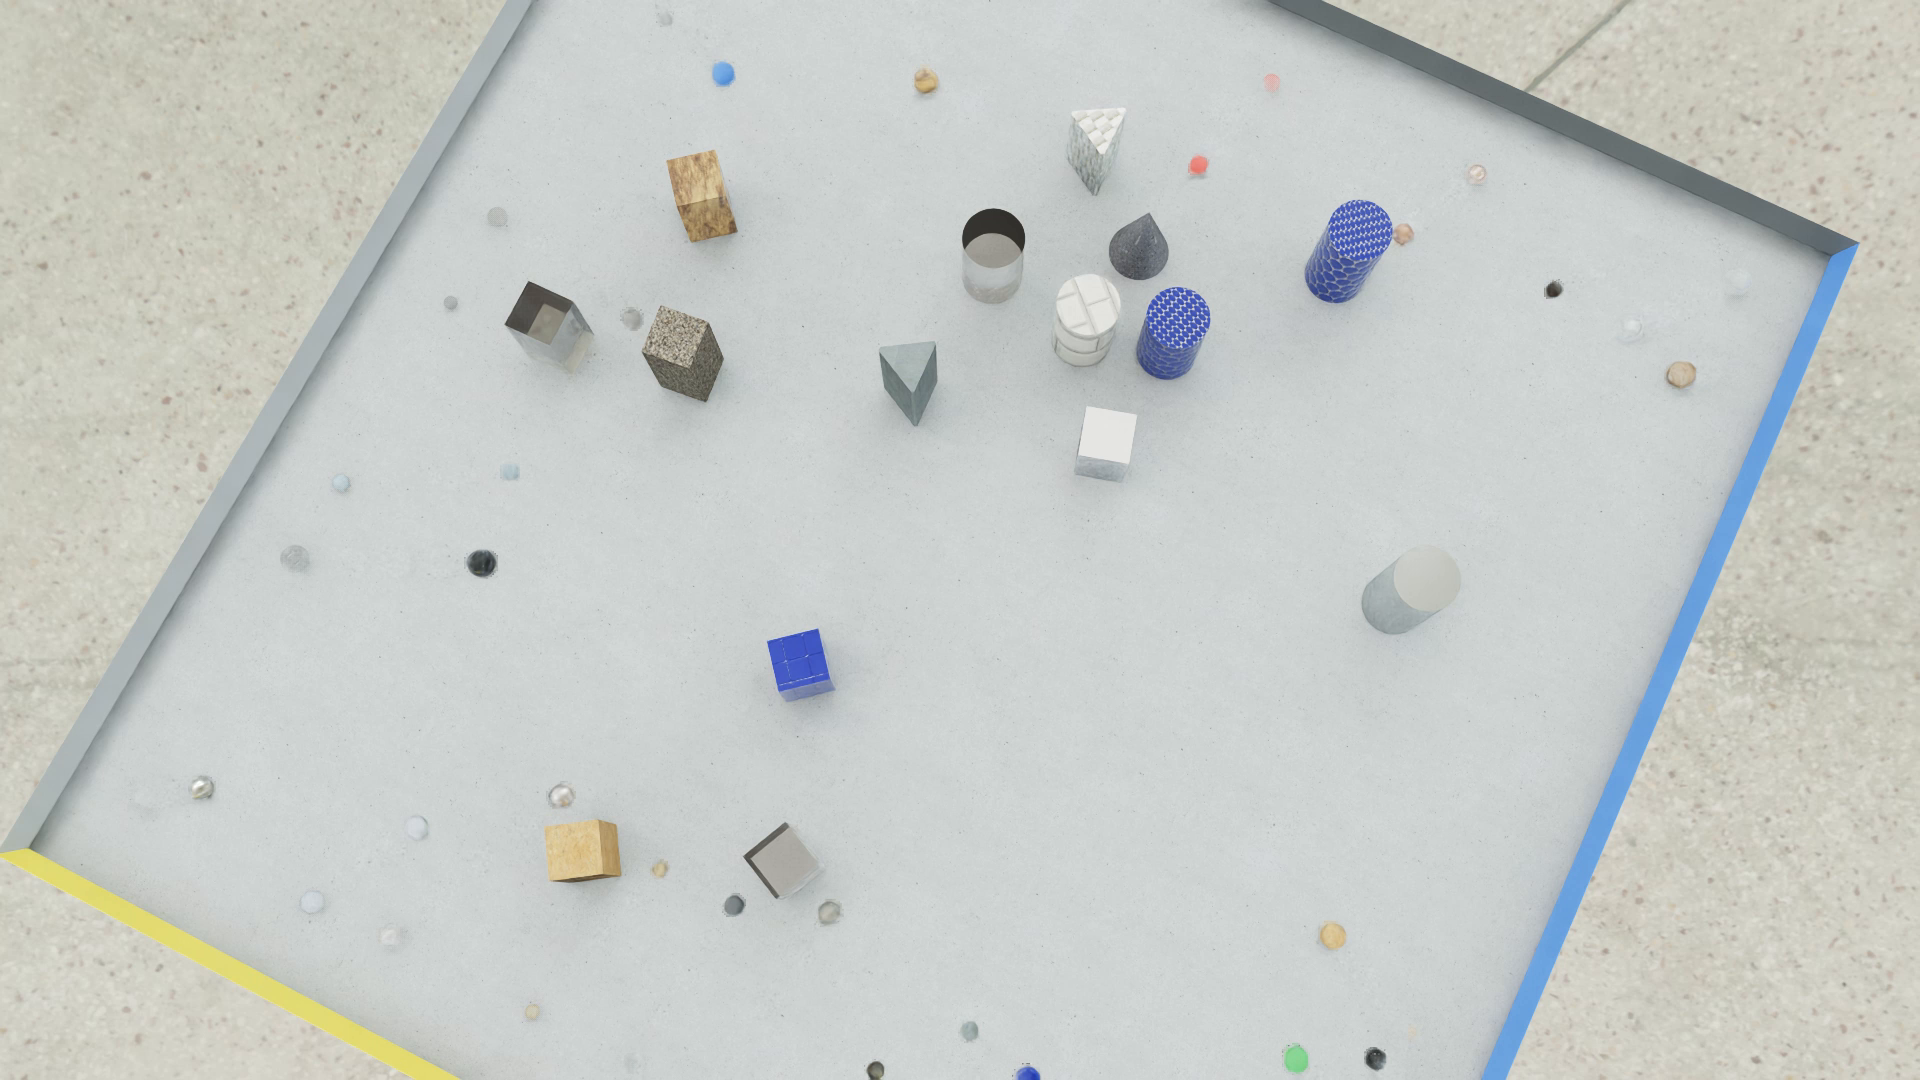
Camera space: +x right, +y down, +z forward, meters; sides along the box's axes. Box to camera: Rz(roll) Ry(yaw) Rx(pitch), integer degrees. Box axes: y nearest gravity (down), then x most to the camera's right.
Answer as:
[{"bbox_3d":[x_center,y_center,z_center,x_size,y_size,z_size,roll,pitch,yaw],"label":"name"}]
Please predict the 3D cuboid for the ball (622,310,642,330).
[{"bbox_3d":[-1.024,-0.690,5.727,0.063,0.063,0.063,0,78,0],"label":"ball"}]

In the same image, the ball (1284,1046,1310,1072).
[{"bbox_3d":[0.967,1.494,5.270,0.074,0.074,0.074,0,78,0],"label":"ball"}]

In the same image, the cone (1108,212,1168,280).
[{"bbox_3d":[0.566,-0.947,5.643,0.190,0.332,0.190,0,78,0],"label":"cone"}]

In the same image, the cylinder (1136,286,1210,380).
[{"bbox_3d":[0.647,-0.626,5.581,0.190,0.324,0.190,0,78,0],"label":"cylinder"}]

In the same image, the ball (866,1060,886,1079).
[{"bbox_3d":[-0.242,1.527,5.274,0.053,0.053,0.053,0,78,0],"label":"ball"}]

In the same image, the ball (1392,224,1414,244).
[{"bbox_3d":[1.398,-0.966,5.782,0.066,0.066,0.066,0,78,0],"label":"ball"}]

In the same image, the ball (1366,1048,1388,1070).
[{"bbox_3d":[1.199,1.496,5.276,0.060,0.060,0.060,0,78,0],"label":"ball"}]

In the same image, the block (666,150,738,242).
[{"bbox_3d":[-0.797,-1.063,5.682,0.152,0.303,0.152,-13,79,-3],"label":"block"}]

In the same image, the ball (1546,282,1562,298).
[{"bbox_3d":[1.865,-0.785,5.753,0.051,0.051,0.051,0,78,0],"label":"ball"}]

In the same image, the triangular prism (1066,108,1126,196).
[{"bbox_3d":[0.443,-1.235,5.705,0.143,0.326,0.165,-33,80,-6],"label":"triangular prism"}]

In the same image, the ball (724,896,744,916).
[{"bbox_3d":[-0.662,1.071,5.365,0.059,0.059,0.059,0,78,0],"label":"ball"}]

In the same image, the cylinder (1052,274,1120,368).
[{"bbox_3d":[0.381,-0.666,5.589,0.190,0.323,0.190,0,78,0],"label":"cylinder"}]

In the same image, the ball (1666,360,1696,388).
[{"bbox_3d":[2.236,-0.513,5.678,0.087,0.087,0.087,0,78,0],"label":"ball"}]

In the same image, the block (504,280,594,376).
[{"bbox_3d":[-1.247,-0.640,5.586,0.152,0.319,0.152,25,79,5],"label":"block"}]

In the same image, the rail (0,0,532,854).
[{"bbox_3d":[-1.838,-0.893,5.737,0.045,0.123,4.170,26,80,5],"label":"rail"}]

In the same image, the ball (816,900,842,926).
[{"bbox_3d":[-0.382,1.091,5.354,0.072,0.072,0.072,0,78,0],"label":"ball"}]

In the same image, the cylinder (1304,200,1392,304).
[{"bbox_3d":[1.183,-0.877,5.601,0.190,0.386,0.190,0,78,0],"label":"cylinder"}]

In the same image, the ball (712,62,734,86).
[{"bbox_3d":[-0.761,-1.499,5.889,0.074,0.074,0.074,0,78,0],"label":"ball"}]

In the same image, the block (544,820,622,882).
[{"bbox_3d":[-1.085,0.900,5.286,0.152,0.283,0.152,-7,78,-2],"label":"block"}]

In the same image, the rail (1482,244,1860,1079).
[{"bbox_3d":[1.838,0.906,5.365,0.045,0.123,4.170,26,80,5],"label":"rail"}]

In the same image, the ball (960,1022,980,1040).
[{"bbox_3d":[0.028,1.419,5.295,0.055,0.055,0.055,0,78,0],"label":"ball"}]

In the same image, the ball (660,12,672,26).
[{"bbox_3d":[-0.954,-1.689,5.943,0.044,0.044,0.044,0,78,0],"label":"ball"}]

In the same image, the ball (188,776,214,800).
[{"bbox_3d":[-2.249,0.735,5.428,0.072,0.072,0.072,0,78,0],"label":"ball"}]

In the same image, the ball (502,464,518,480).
[{"bbox_3d":[-1.383,-0.210,5.633,0.052,0.052,0.052,0,78,0],"label":"ball"}]

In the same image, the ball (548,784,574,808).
[{"bbox_3d":[-1.180,0.757,5.424,0.071,0.071,0.071,0,78,0],"label":"ball"}]

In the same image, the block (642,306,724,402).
[{"bbox_3d":[-0.835,-0.559,5.547,0.152,0.362,0.152,20,79,4],"label":"block"}]

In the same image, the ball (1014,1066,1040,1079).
[{"bbox_3d":[0.194,1.547,5.259,0.074,0.074,0.074,0,78,0],"label":"ball"}]

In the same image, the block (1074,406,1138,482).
[{"bbox_3d":[0.438,-0.287,5.551,0.152,0.245,0.152,10,78,2],"label":"block"}]

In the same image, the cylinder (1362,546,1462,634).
[{"bbox_3d":[1.316,0.151,5.368,0.190,0.426,0.190,0,78,0],"label":"cylinder"}]

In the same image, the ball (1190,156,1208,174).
[{"bbox_3d":[0.760,-1.194,5.833,0.059,0.059,0.059,0,78,0],"label":"ball"}]

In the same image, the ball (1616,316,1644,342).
[{"bbox_3d":[2.087,-0.657,5.709,0.086,0.086,0.086,0,78,0],"label":"ball"}]

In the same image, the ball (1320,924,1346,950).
[{"bbox_3d":[1.087,1.154,5.339,0.075,0.075,0.075,0,78,0],"label":"ball"}]

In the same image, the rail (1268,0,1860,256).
[{"bbox_3d":[0.922,-1.799,5.925,4.156,0.123,0.045,26,80,5],"label":"rail"}]

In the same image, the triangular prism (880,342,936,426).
[{"bbox_3d":[-0.129,-0.497,5.524,0.143,0.383,0.165,-36,81,-7],"label":"triangular prism"}]

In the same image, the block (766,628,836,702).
[{"bbox_3d":[-0.465,0.372,5.407,0.152,0.260,0.152,-14,79,-3],"label":"block"}]

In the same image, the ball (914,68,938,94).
[{"bbox_3d":[-0.110,-1.473,5.880,0.080,0.080,0.080,0,78,0],"label":"ball"}]

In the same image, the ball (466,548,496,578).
[{"bbox_3d":[-1.451,0.071,5.557,0.087,0.087,0.087,0,78,0],"label":"ball"}]

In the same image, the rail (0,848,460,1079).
[{"bbox_3d":[-0.922,1.812,5.177,4.156,0.123,0.045,26,80,5],"label":"rail"}]

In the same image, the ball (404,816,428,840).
[{"bbox_3d":[-1.603,0.848,5.406,0.069,0.069,0.069,0,78,0],"label":"ball"}]

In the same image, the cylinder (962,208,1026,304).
[{"bbox_3d":[0.101,-0.869,5.632,0.190,0.322,0.190,0,78,0],"label":"cylinder"}]

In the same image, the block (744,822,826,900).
[{"bbox_3d":[-0.501,0.925,5.268,0.152,0.307,0.152,-39,81,-7],"label":"block"}]

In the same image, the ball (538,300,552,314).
[{"bbox_3d":[-1.299,-0.728,5.745,0.042,0.042,0.042,0,78,0],"label":"ball"}]

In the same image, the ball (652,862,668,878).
[{"bbox_3d":[-0.883,0.970,5.393,0.044,0.044,0.044,0,78,0],"label":"ball"}]
